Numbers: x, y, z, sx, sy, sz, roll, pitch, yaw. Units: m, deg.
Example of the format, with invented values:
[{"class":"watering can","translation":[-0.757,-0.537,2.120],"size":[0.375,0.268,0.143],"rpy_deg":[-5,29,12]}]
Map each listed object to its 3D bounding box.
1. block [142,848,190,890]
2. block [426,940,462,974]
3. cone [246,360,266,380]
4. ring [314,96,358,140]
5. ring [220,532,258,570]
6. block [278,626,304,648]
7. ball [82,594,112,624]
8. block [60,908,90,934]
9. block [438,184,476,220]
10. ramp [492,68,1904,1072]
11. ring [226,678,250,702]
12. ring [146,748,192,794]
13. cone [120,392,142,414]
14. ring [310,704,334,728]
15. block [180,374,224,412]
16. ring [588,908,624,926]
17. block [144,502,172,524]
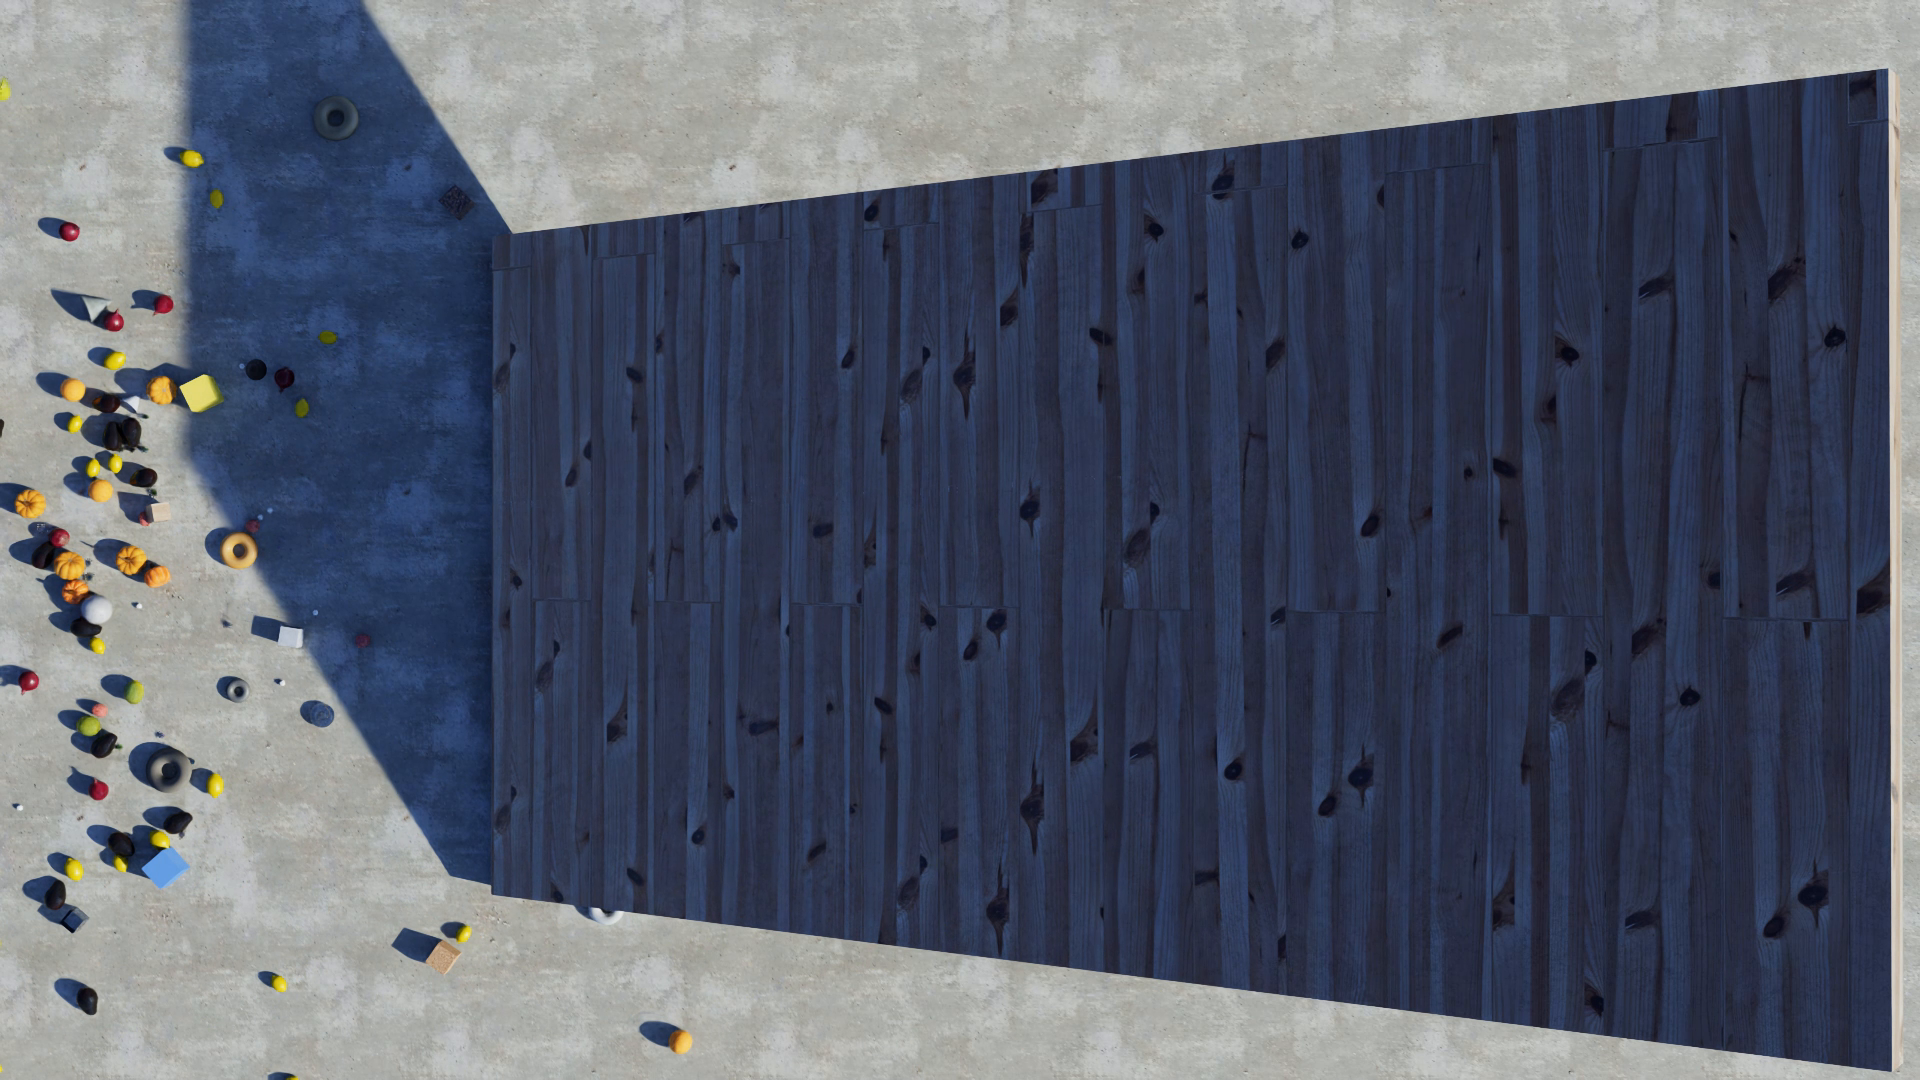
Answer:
[{"class":"block","translation":[-2.422,1.001,6.709],"size":[0.084,0.084,0.084],"rpy_deg":[-41,90,0]},{"class":"block","translation":[-1.577,1.274,6.715],"size":[0.069,0.069,0.069],"rpy_deg":[35,90,0]},{"class":"cone","translation":[-2.165,-0.524,6.731],"size":[0.065,0.065,0.065],"rpy_deg":[0,90,0]},{"class":"ring","translation":[-1.914,-1.294,6.747],"size":[0.140,0.047,0.140],"rpy_deg":[0,89,-1]},{"class":"ring","translation":[-2.210,0.032,6.740],"size":[0.117,0.039,0.117],"rpy_deg":[0,91,-1]},{"class":"block","translation":[-2.046,0.296,6.728],"size":[0.058,0.058,0.058],"rpy_deg":[9,90,0]},{"class":"ball","translation":[-2.635,0.212,6.713],"size":[0.090,0.090,0.090],"rpy_deg":[0,90,0]},{"class":"block","translation":[-2.706,1.163,6.724],"size":[0.052,0.052,0.052],"rpy_deg":[40,90,0]},{"class":"block","translation":[-1.539,-1.033,6.732],"size":[0.071,0.071,0.071],"rpy_deg":[45,90,0]},{"class":"ramp","translation":[0.244,0.068,5.569],"size":[4.000,0.100,2.000],"rpy_deg":[0,89,35]},{"class":"ring","translation":[-2.214,0.463,6.743],"size":[0.075,0.025,0.075],"rpy_deg":[0,91,0]},{"class":"ring","translation":[-2.422,0.706,6.731],"size":[0.139,0.046,0.139],"rpy_deg":[0,91,0]},{"class":"cone","translation":[-2.532,-0.430,6.749],"size":[0.062,0.062,0.062],"rpy_deg":[32,63,0]},{"class":"ring","translation":[-1.956,0.538,6.742],"size":[0.076,0.025,0.076],"rpy_deg":[0,90,-1]},{"class":"block","translation":[-2.315,-0.447,6.721],"size":[0.083,0.083,0.083],"rpy_deg":[-27,90,0]},{"class":"ring","translation":[-1.083,1.123,6.732],"size":[0.111,0.037,0.111],"rpy_deg":[0,88,1]},{"class":"block","translation":[-2.451,-0.082,6.722],"size":[0.054,0.054,0.054],"rpy_deg":[-9,89,-41]}]
